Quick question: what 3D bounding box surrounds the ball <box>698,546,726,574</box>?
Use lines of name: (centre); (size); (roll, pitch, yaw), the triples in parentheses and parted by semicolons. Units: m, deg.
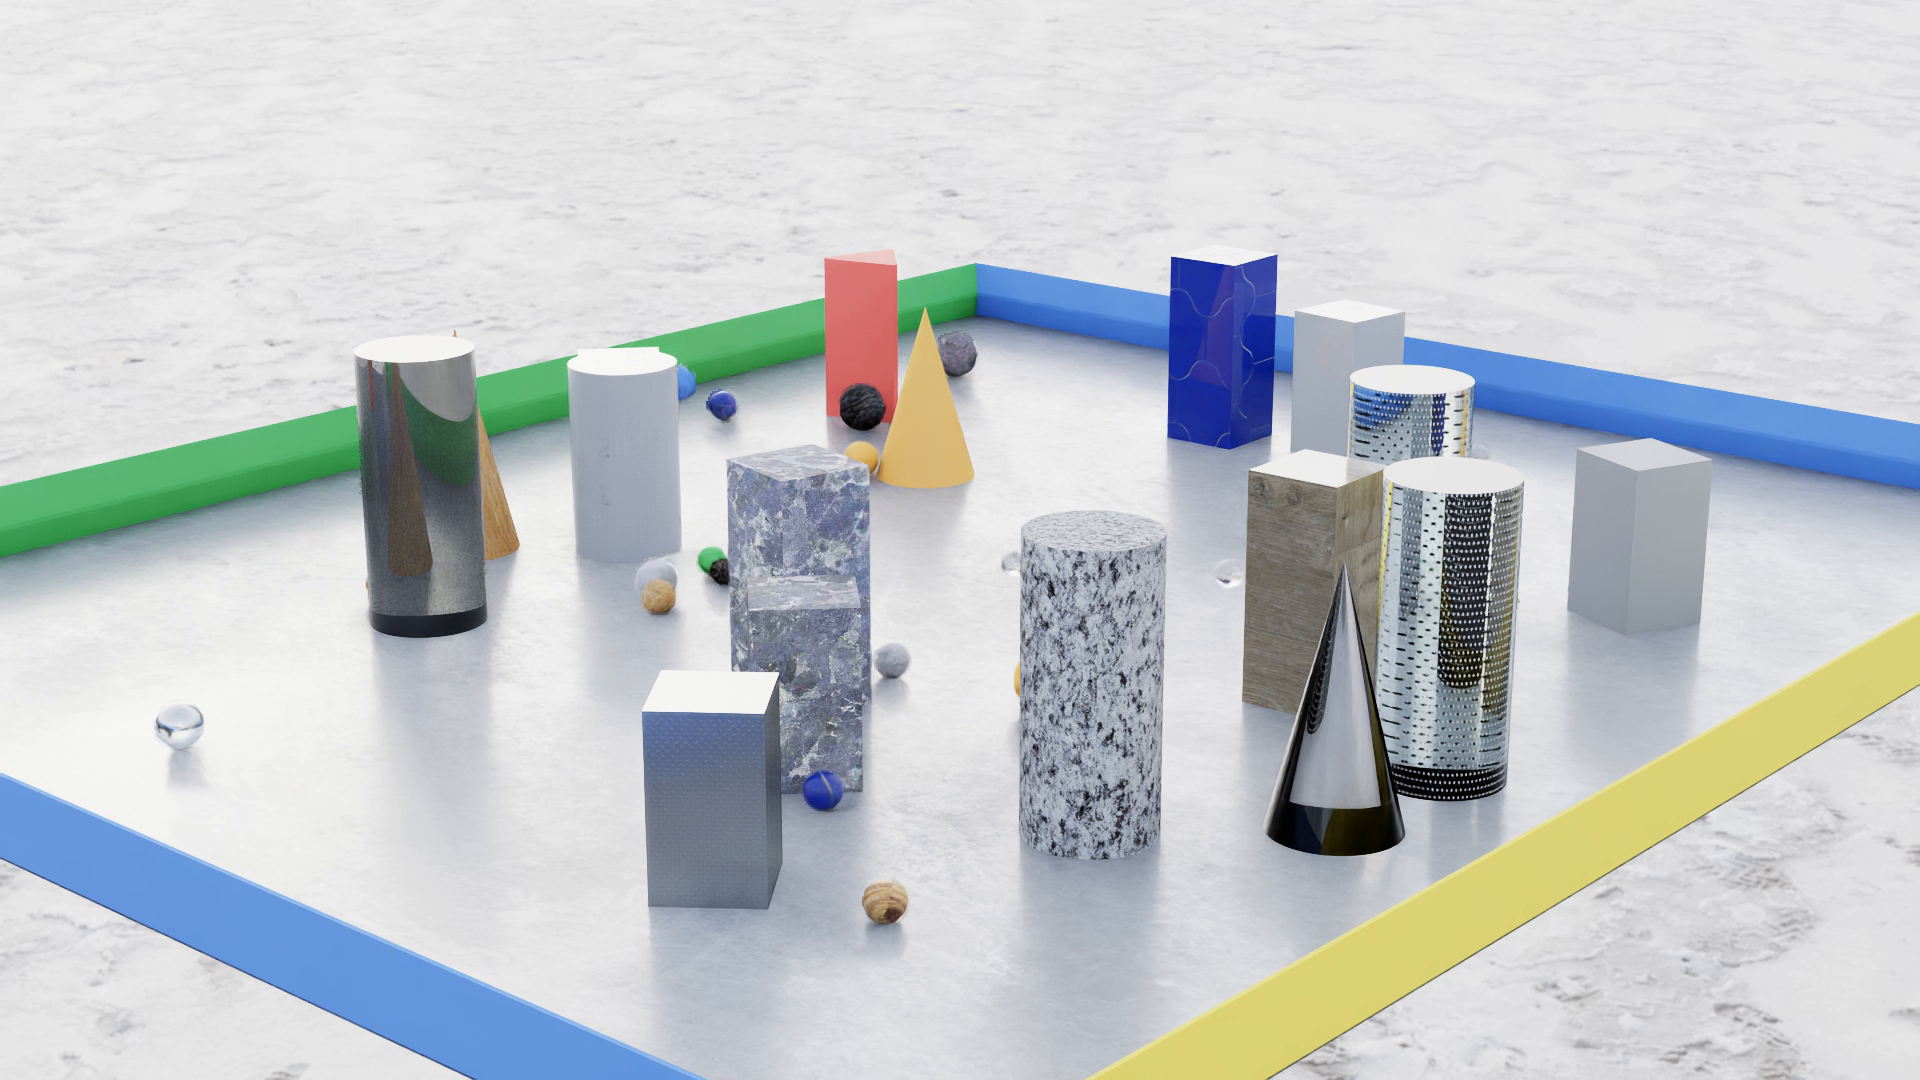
ball: (-0.445, 0.035, 5.251); (0.050, 0.050, 0.050); (0, 17, 0)

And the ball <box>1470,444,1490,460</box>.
ball: (1.047, -0.171, 5.938); (0.048, 0.048, 0.048); (0, 17, 0)

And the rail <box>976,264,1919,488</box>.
rail: (1.133, -0.344, 6.370); (2.940, 0.129, 0.045); (14, 22, 39)

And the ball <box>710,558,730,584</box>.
ball: (-0.419, 0.055, 5.189); (0.047, 0.047, 0.047); (0, 17, 0)

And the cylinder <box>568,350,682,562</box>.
cylinder: (-0.613, -0.156, 5.369); (0.199, 0.348, 0.199); (0, 17, 0)

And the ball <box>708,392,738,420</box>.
ball: (-0.510, -0.289, 6.308); (0.062, 0.062, 0.062); (0, 17, 0)

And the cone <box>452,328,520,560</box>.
cone: (-0.912, -0.185, 5.352); (0.199, 0.414, 0.199); (0, 17, 0)

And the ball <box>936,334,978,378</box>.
ball: (-0.011, -0.421, 6.679); (0.099, 0.099, 0.099); (0, 17, 0)

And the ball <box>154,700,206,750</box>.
ball: (-1.172, 0.278, 4.404); (0.074, 0.074, 0.074); (0, 17, 0)

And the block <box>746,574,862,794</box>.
block: (-0.227, 0.209, 4.273); (0.159, 0.280, 0.159); (-1, 17, -5)

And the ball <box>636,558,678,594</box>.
ball: (-0.527, 0.069, 5.098); (0.074, 0.074, 0.074); (0, 17, 0)

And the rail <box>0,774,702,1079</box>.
rail: (-1.133, 0.409, 3.870); (2.940, 0.129, 0.045); (14, 22, 39)

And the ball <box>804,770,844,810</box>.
ball: (-0.193, 0.356, 4.175); (0.057, 0.057, 0.057); (0, 17, 0)

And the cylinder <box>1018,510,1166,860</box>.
cylinder: (0.181, 0.198, 4.036); (0.199, 0.440, 0.199); (0, 17, 0)

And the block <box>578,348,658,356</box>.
block: (-0.671, -0.238, 5.803); (0.159, 0.254, 0.159); (-2, 17, -7)

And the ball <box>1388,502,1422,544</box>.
ball: (0.814, -0.031, 5.422); (0.078, 0.078, 0.078); (0, 17, 0)

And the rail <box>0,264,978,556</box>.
rail: (-1.092, -0.241, 6.028); (0.045, 0.129, 3.505); (14, 22, 39)

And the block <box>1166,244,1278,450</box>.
block: (0.547, -0.405, 6.126); (0.159, 0.387, 0.159); (13, 21, 37)

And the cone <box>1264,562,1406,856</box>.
cone: (0.524, 0.216, 4.054); (0.199, 0.394, 0.199); (0, 17, 0)

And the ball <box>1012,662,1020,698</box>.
ball: (0.129, 0.218, 4.570); (0.094, 0.094, 0.094); (0, 17, 0)

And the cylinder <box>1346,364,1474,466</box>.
cylinder: (0.725, -0.035, 4.766); (0.199, 0.465, 0.199); (0, 17, 0)

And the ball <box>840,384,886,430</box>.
ball: (-0.207, -0.280, 6.215); (0.098, 0.098, 0.098); (0, 17, 0)

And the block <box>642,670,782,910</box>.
block: (-0.326, 0.330, 3.886); (0.159, 0.273, 0.159); (1, 17, 3)

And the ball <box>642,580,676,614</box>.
ball: (-0.516, 0.097, 5.031); (0.059, 0.059, 0.059); (0, 17, 0)

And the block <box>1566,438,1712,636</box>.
block: (1.153, -0.007, 4.980); (0.159, 0.287, 0.159); (-8, 19, -25)

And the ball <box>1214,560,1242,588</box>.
ball: (0.473, 0.061, 5.166); (0.050, 0.050, 0.050); (0, 17, 0)

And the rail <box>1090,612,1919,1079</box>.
rail: (1.092, 0.306, 4.212); (0.045, 0.129, 3.505); (14, 22, 39)

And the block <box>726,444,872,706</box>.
block: (-0.250, 0.066, 4.563); (0.159, 0.387, 0.159); (-12, 20, -34)

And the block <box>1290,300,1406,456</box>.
block: (0.795, -0.325, 6.017); (0.159, 0.297, 0.159); (-15, 22, -41)

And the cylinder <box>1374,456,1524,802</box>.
cylinder: (0.702, 0.127, 4.237); (0.199, 0.459, 0.199); (0, 17, 0)

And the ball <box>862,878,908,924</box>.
ball: (-0.097, 0.468, 3.799); (0.059, 0.059, 0.059); (0, 17, 0)

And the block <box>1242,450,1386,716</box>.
block: (0.555, 0.070, 4.568); (0.159, 0.377, 0.159); (13, 21, 37)

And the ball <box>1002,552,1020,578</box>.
ball: (0.097, 0.043, 5.232); (0.046, 0.046, 0.046); (0, 17, 0)

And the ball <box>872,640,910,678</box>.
ball: (-0.111, 0.192, 4.712); (0.060, 0.060, 0.060); (0, 17, 0)

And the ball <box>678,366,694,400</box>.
ball: (-0.624, -0.347, 6.472); (0.078, 0.078, 0.078); (0, 17, 0)

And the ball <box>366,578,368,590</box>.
ball: (-1.007, 0.076, 5.108); (0.054, 0.054, 0.054); (0, 17, 0)

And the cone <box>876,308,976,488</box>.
cone: (-0.069, -0.296, 5.839); (0.199, 0.345, 0.199); (0, 17, 0)

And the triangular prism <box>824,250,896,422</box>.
triangular prism: (-0.181, -0.446, 6.336); (0.172, 0.345, 0.149); (8, 19, 25)

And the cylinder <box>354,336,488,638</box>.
cylinder: (-0.906, -0.091, 4.936); (0.199, 0.473, 0.199); (0, 17, 0)

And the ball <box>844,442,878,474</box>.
ball: (-0.199, -0.161, 5.863); (0.072, 0.072, 0.072); (0, 17, 0)
